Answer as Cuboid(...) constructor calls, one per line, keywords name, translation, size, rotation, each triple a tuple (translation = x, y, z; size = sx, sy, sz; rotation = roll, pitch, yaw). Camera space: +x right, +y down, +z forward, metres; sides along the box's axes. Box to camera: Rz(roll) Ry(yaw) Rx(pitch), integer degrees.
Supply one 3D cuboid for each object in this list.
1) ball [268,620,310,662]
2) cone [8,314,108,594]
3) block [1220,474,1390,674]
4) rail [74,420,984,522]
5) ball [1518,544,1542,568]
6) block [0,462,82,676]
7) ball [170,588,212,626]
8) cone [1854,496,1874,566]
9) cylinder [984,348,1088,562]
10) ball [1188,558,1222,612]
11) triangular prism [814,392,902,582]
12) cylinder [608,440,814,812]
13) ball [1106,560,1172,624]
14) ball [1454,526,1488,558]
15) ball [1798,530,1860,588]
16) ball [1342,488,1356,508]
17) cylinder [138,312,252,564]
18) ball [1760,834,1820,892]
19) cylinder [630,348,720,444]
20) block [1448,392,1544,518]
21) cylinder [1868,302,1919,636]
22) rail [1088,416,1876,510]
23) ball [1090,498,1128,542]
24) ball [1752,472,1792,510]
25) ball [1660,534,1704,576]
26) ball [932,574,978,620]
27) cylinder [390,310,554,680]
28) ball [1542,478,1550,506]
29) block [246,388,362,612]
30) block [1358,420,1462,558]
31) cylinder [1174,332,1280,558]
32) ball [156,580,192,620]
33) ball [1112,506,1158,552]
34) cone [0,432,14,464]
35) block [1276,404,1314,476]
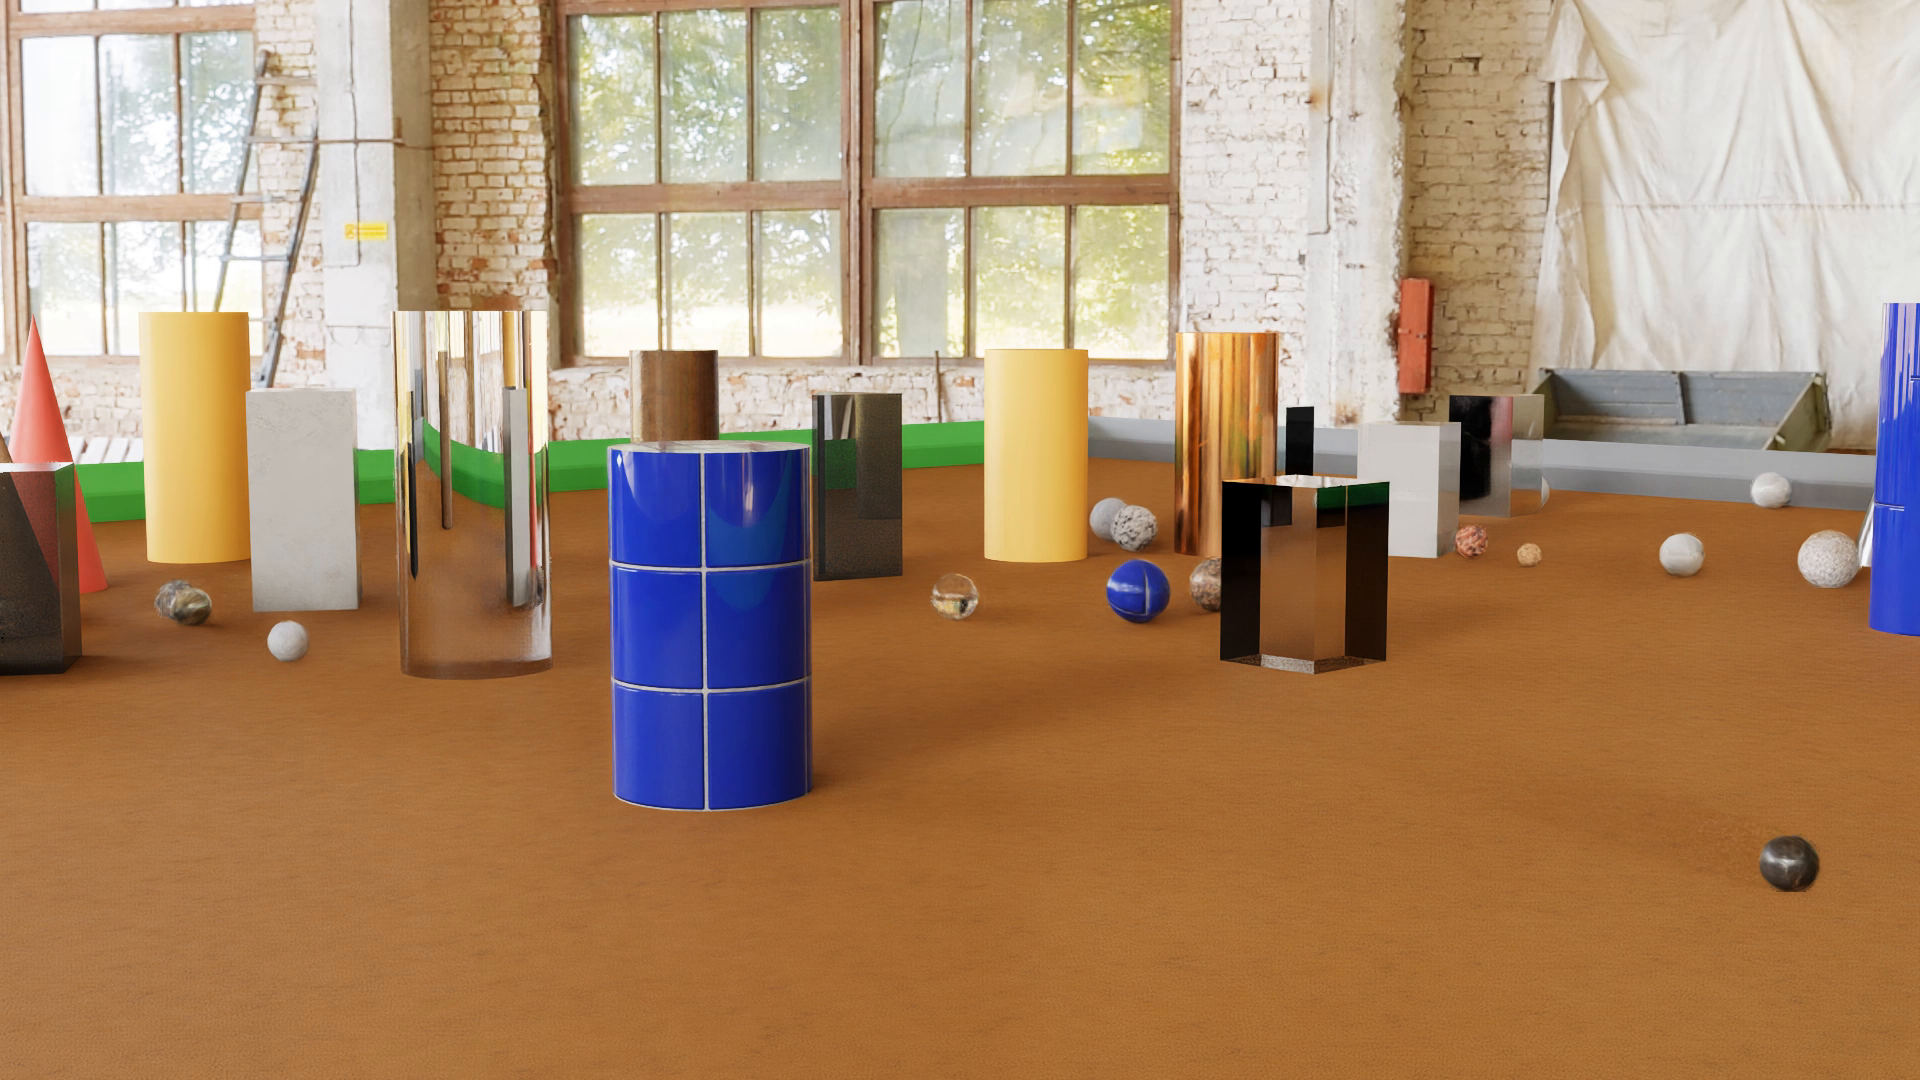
Cuboid(name="ball", translation=(-0.842, 0.127, 2.761), size=(0.052, 0.052, 0.052), rotation=(0, 6, 0))
Cuboid(name="cone", translation=(-1.442, -0.138, 3.445), size=(0.184, 0.434, 0.184), rotation=(0, 6, 0))
Cuboid(name="block", translation=(0.432, 0.039, 2.757), size=(0.147, 0.227, 0.147), rotation=(-6, 8, -43))
Cuboid(name="rail", translation=(-1.412, -0.131, 4.854), size=(4.886, 0.120, 0.045), rotation=(-6, 8, -42))
Cuboid(name="ball", translation=(0.973, 0.026, 3.756), size=(0.042, 0.042, 0.042), rotation=(0, 6, 0))
Cuboid(name="block", translation=(-1.178, 0.034, 2.713), size=(0.147, 0.247, 0.147), rotation=(-1, 6, -13))
Cuboid(name="ball", translation=(-1.071, 0.093, 3.065), size=(0.054, 0.054, 0.054), rotation=(0, 6, 0))
Cuboid(name="cone", translation=(1.639, -0.109, 3.797), size=(0.184, 0.302, 0.184), rotation=(0, 6, 0))
Cuboid(name="cylinder", translation=(0.135, -0.154, 3.906), size=(0.184, 0.368, 0.184), rotation=(0, 6, 0))
Cuboid(name="ball", translation=(0.374, 0.066, 3.217), size=(0.077, 0.077, 0.077), rotation=(0, 6, 0))
Cuboid(name="triangular prism", translation=(-0.198, -0.093, 3.651), size=(0.160, 0.302, 0.138), rotation=(-3, 7, -29))
Cuboid(name="cylinder", translation=(-0.228, 0.073, 2.019), size=(0.184, 0.317, 0.184), rotation=(0, 6, 0))
Cuboid(name="ball", translation=(0.252, 0.072, 3.096), size=(0.090, 0.090, 0.090), rotation=(0, 6, 0))
Cuboid(name="ball", translation=(0.904, 0.004, 3.891), size=(0.057, 0.057, 0.057), rotation=(0, 6, 0))
Cuboid(name="ball", translation=(1.374, 0.031, 3.477), size=(0.092, 0.092, 0.092), rotation=(0, 6, 0))
Cuboid(name="ball", translation=(0.868, -0.094, 4.878), size=(0.043, 0.043, 0.043), rotation=(0, 6, 0))
Cuboid(name="cylinder", translation=(-1.347, -0.185, 3.888), size=(0.184, 0.434, 0.184), rotation=(0, 6, 0))
Cuboid(name="ball", translation=(0.633, 0.247, 1.678), size=(0.043, 0.043, 0.043), rotation=(0, 6, 0))
Cuboid(name="cylinder", translation=(-0.592, -0.218, 4.570), size=(0.184, 0.354, 0.184), rotation=(0, 6, 0))
Cuboid(name="block", translation=(1.151, -0.185, 4.728), size=(0.147, 0.255, 0.147), rotation=(5, 8, 40))
Cuboid(name="cylinder", translation=(1.355, -0.100, 3.015), size=(0.184, 0.449, 0.184), rotation=(0, 6, 0))
Cuboid(name="rail", translation=(1.778, -0.142, 4.964), size=(0.045, 0.120, 4.212), rotation=(-6, 8, -42))
Cuboid(name="ball", translation=(0.287, -0.038, 4.167), size=(0.082, 0.082, 0.082), rotation=(0, 6, 0))
Cuboid(name="ball", translation=(1.783, -0.108, 4.834), size=(0.081, 0.081, 0.081), rotation=(0, 6, 0))
Cuboid(name="ball", translation=(1.192, 0.025, 3.629), size=(0.071, 0.071, 0.071), rotation=(0, 6, 0))
Cuboid(name="ball", translation=(-0.007, 0.081, 3.125), size=(0.066, 0.066, 0.066), rotation=(0, 6, 0))
Cuboid(name="cylinder", translation=(-0.597, -0.060, 2.695), size=(0.184, 0.438, 0.184), rotation=(0, 6, 0))
Cuboid(name="ball", translation=(1.247, -0.105, 4.806), size=(0.080, 0.080, 0.080), rotation=(0, 6, 0))
Cuboid(name="block", translation=(-0.976, -0.064, 3.279), size=(0.147, 0.321, 0.147), rotation=(-1, 6, -12))
Cuboid(name="block", translation=(0.813, -0.095, 3.985), size=(0.147, 0.234, 0.147), rotation=(3, 7, 27))
Cuboid(name="cylinder", translation=(0.481, -0.176, 3.977), size=(0.184, 0.397, 0.184), rotation=(0, 6, 0))
Cuboid(name="ball", translation=(-1.114, 0.086, 3.129), size=(0.057, 0.057, 0.057), rotation=(0, 6, 0))
Cuboid(name="ball", translation=(0.318, -0.021, 4.003), size=(0.084, 0.084, 0.084), rotation=(0, 6, 0))
Cuboid(name="cone", translation=(-1.340, -0.022, 3.078), size=(0.184, 0.281, 0.184), rotation=(0, 6, 0))
Cuboid(name="block", translation=(0.623, -0.157, 4.536), size=(0.147, 0.240, 0.147), rotation=(-5, 8, -37))
